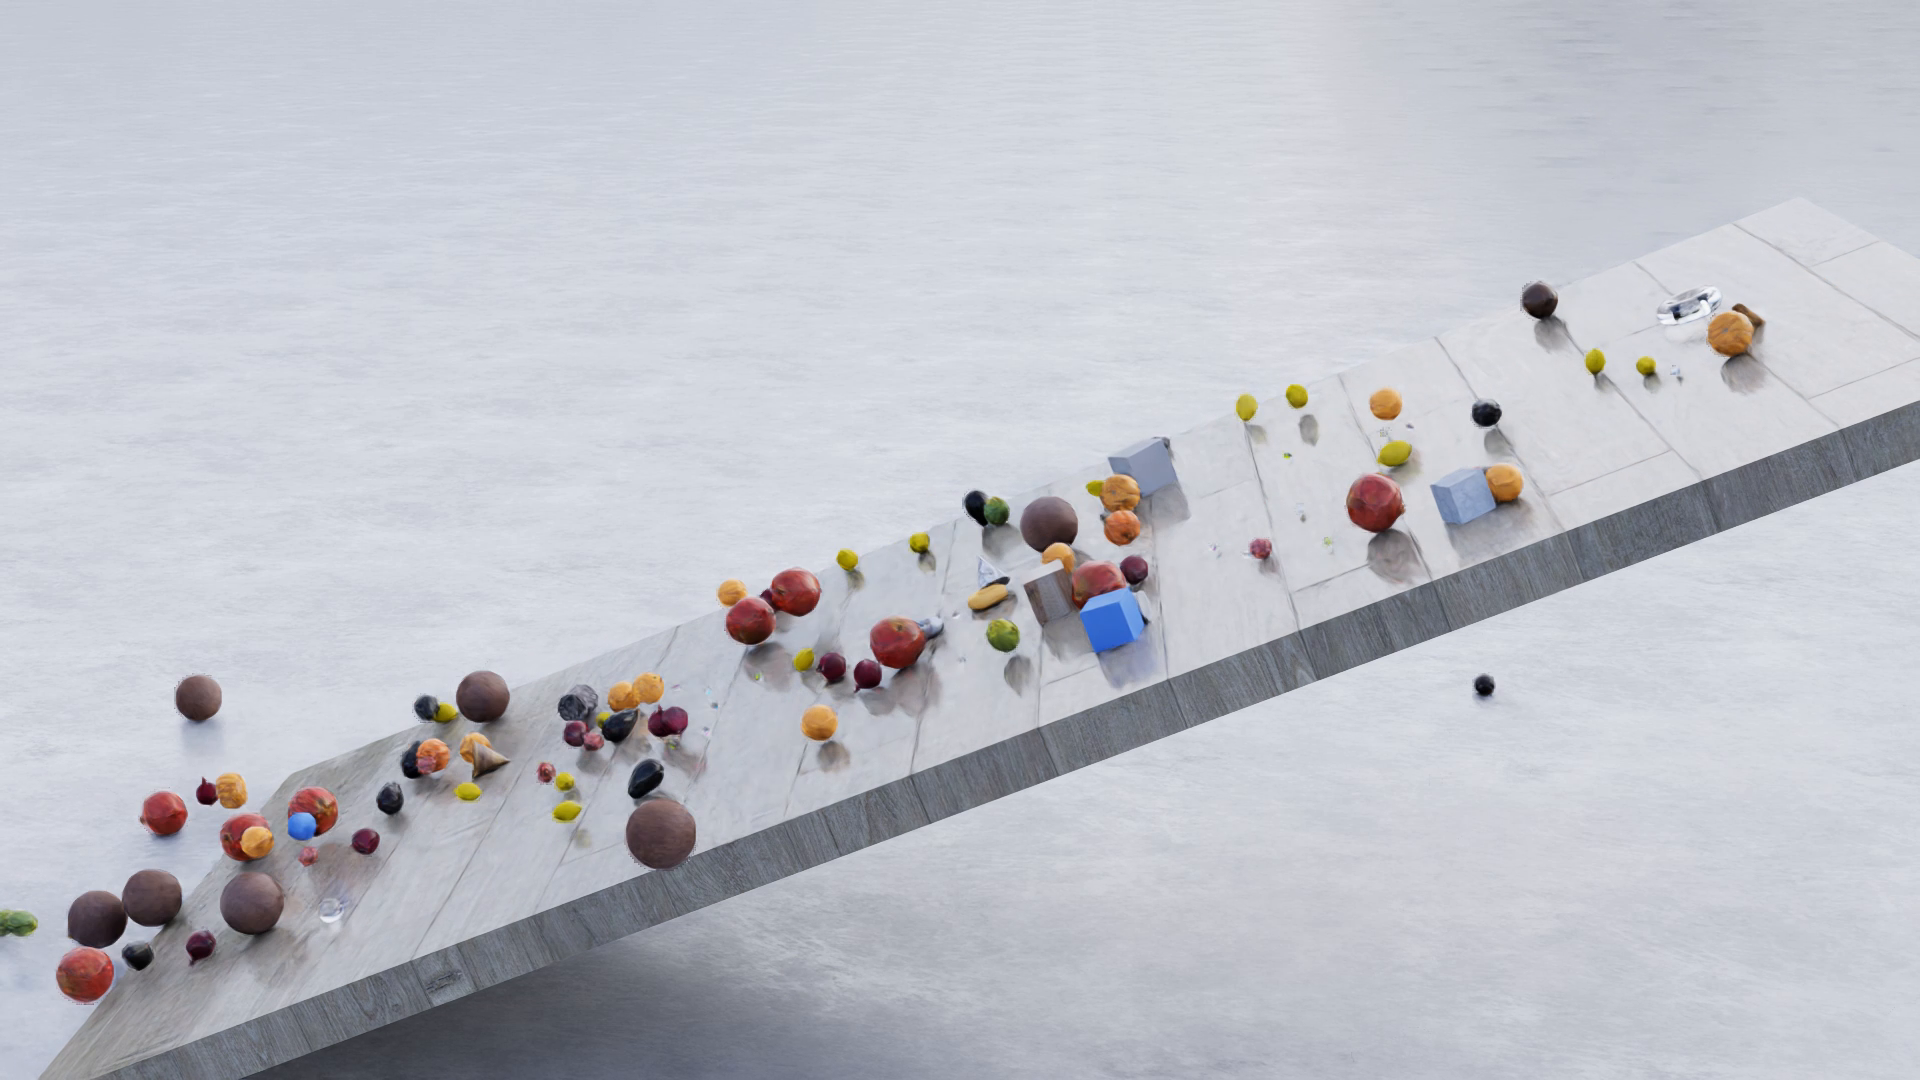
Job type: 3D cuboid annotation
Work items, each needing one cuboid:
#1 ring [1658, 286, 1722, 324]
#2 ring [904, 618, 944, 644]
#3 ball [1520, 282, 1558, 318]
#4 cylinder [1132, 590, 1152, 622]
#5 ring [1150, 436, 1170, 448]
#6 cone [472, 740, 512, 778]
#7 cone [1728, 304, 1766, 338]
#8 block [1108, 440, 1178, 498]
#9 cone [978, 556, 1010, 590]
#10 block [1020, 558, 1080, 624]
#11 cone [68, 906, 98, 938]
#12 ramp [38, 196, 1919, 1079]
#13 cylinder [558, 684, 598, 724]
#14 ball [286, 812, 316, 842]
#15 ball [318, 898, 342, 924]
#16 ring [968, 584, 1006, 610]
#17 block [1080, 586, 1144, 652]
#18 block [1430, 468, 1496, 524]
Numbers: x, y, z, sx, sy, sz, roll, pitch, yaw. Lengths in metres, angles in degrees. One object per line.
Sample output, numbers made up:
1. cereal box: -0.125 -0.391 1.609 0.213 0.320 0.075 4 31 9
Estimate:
1. ring: 1.561 -0.502 6.295 0.143 0.048 0.143 -22 11 5
2. ring: -0.078 0.193 6.253 0.093 0.031 0.093 -22 10 4
3. ball: 1.347 -0.558 6.832 0.086 0.086 0.086 0 14 0
4. cylinder: 0.331 0.135 5.696 0.060 0.060 0.060 -18 7 22
5. ring: 0.465 -0.225 7.103 0.088 0.029 0.088 -22 12 5
6. cone: -1.059 0.499 6.667 0.085 0.085 0.085 3 13 -8
7. cone: 1.614 -0.446 5.991 0.069 0.069 0.069 2 12 -20
8. block: 0.419 -0.165 6.755 0.100 0.100 0.100 -27 13 -21
9. cone: 0.057 0.067 6.376 0.078 0.078 0.078 -25 -19 -9
10. block: 0.183 0.106 6.018 0.091 0.091 0.091 -22 12 1
11. cone: -1.992 0.859 6.666 0.068 0.068 0.068 -5 10 1
12. ramp: 0.124 0.173 6.291 4.000 0.100 2.000 -21 12 7
13. cylinder: -0.882 0.378 6.791 0.070 0.070 0.070 4 19 16
14. ball: -1.452 0.632 6.488 0.065 0.065 0.065 0 14 0
15. ball: -1.271 0.747 5.934 0.050 0.050 0.050 0 14 0
16. ring: 0.058 0.123 6.313 0.092 0.031 0.092 -22 11 4
17. block: 0.291 0.152 5.634 0.084 0.084 0.084 -17 13 22
18. block: 0.942 -0.083 5.508 0.077 0.077 0.077 -26 12 -15
